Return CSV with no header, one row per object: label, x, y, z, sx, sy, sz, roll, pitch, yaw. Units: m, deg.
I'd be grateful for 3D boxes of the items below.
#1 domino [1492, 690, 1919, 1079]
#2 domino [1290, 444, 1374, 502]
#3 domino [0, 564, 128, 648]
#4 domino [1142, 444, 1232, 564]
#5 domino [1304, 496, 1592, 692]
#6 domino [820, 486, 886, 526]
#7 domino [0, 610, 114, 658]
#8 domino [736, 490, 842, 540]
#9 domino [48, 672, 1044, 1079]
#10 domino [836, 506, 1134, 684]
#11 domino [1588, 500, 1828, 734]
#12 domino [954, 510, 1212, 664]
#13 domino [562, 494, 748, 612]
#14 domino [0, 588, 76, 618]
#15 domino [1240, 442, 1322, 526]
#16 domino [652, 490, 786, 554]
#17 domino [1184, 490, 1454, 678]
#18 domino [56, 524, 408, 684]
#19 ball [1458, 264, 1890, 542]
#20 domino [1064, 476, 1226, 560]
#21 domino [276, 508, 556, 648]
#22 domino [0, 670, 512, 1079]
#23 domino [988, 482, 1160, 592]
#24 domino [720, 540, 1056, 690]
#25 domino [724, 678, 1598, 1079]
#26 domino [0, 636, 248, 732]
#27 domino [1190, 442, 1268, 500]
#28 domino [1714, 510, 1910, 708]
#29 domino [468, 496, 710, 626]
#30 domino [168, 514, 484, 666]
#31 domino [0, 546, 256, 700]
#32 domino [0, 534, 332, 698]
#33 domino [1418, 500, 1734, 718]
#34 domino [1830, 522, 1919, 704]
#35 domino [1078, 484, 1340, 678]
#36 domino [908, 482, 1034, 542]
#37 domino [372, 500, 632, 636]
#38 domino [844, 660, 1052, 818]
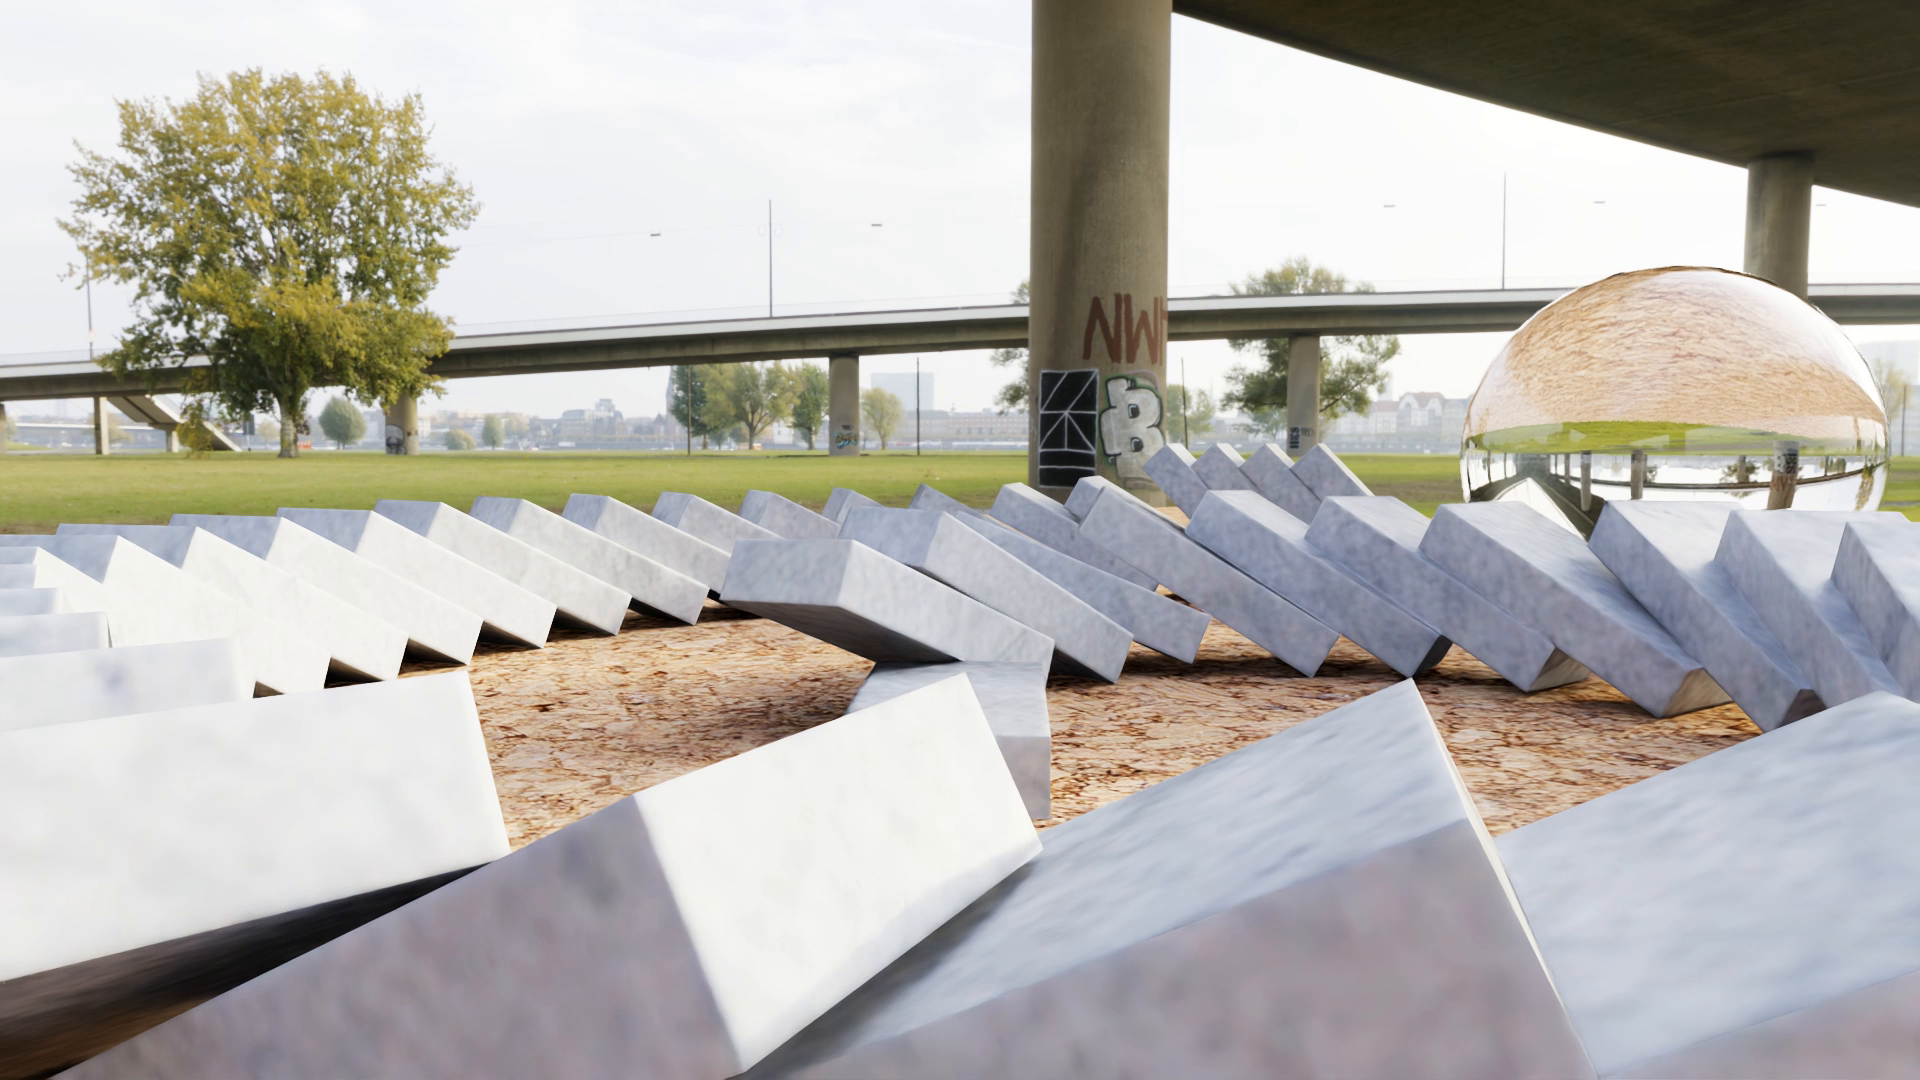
domino,0.021,0.023,0.055,0.050,0.009,0.025,-26,-2,14
domino,0.110,-0.004,0.341,0.009,0.050,0.025,-45,-11,17
domino,-0.106,0.017,0.140,0.025,0.009,0.050,-1,-22,-15
domino,0.073,-0.005,0.356,0.009,0.050,0.025,-45,-10,16
domino,0.092,0.008,0.238,0.025,0.009,0.050,-2,32,-42
domino,-0.012,0.001,0.349,0.050,0.010,0.025,26,-3,-16
domino,-0.081,0.020,0.101,0.025,0.010,0.050,-3,-21,-31
domino,-0.032,0.002,0.338,0.050,0.010,0.025,26,-7,-23
domino,-0.023,0.022,0.063,0.050,0.010,0.025,-28,-8,25
domino,0.005,0.010,0.223,0.050,0.010,0.025,33,-17,-37
domino,0.125,0.011,0.202,0.025,0.010,0.050,0,33,-9
domino,0.021,0.009,0.246,0.050,0.009,0.025,23,-2,-1
domino,-0.070,0.004,0.311,0.050,0.009,0.025,29,-13,-33
domino,-0.094,0.018,0.120,0.025,0.009,0.050,-2,-22,-25
domino,0.097,-0.005,0.345,0.009,0.050,0.025,-45,-11,17
domino,-0.052,0.003,0.326,0.050,0.009,0.025,27,-10,-28
domino,0.070,0.007,0.248,0.050,0.009,0.025,36,20,26
domino,-0.117,0.012,0.209,0.025,0.010,0.050,1,-22,15
ball,0.150,-0.018,0.274,0.080,0.080,0.080,0,4,0
domino,0.055,-0.001,0.360,0.050,0.009,0.025,32,13,14
domino,-0.107,0.008,0.253,0.025,0.010,0.050,2,-22,26
domino,-0.048,0.022,0.070,0.025,0.009,0.050,-5,-21,-45
domino,0.034,0.000,0.363,0.050,0.010,0.025,28,10,10
domino,-0.010,0.013,0.202,0.025,0.009,0.050,0,-20,41
domino,0.000,0.023,0.059,0.050,0.010,0.025,-26,-3,16
domino,-0.065,0.021,0.085,0.025,0.009,0.050,-4,-21,-39
domino,0.085,-0.005,0.351,0.010,0.050,0.025,-45,-11,17
domino,0.131,0.013,0.180,0.025,0.009,0.050,1,33,4
domino,-0.085,0.005,0.295,0.050,0.010,0.025,31,-17,-39
domino,-0.114,0.010,0.232,0.025,0.010,0.050,2,-22,22
domino,-0.115,0.015,0.162,0.025,0.009,0.050,0,-23,-2
domino,-0.117,0.013,0.185,0.025,0.009,0.050,0,-22,6
domino,0.107,0.010,0.221,0.025,0.009,0.050,-3,33,-35
domino,0.131,0.015,0.157,0.025,0.009,0.050,1,32,14
domino,0.046,0.007,0.246,0.050,0.009,0.025,32,7,3
domino,0.010,0.000,0.357,0.050,0.010,0.025,27,1,-7
domino,-0.098,0.006,0.275,0.025,0.010,0.050,3,-22,39
domino,-0.001,0.025,0.171,0.025,0.010,0.050,0,4,2
